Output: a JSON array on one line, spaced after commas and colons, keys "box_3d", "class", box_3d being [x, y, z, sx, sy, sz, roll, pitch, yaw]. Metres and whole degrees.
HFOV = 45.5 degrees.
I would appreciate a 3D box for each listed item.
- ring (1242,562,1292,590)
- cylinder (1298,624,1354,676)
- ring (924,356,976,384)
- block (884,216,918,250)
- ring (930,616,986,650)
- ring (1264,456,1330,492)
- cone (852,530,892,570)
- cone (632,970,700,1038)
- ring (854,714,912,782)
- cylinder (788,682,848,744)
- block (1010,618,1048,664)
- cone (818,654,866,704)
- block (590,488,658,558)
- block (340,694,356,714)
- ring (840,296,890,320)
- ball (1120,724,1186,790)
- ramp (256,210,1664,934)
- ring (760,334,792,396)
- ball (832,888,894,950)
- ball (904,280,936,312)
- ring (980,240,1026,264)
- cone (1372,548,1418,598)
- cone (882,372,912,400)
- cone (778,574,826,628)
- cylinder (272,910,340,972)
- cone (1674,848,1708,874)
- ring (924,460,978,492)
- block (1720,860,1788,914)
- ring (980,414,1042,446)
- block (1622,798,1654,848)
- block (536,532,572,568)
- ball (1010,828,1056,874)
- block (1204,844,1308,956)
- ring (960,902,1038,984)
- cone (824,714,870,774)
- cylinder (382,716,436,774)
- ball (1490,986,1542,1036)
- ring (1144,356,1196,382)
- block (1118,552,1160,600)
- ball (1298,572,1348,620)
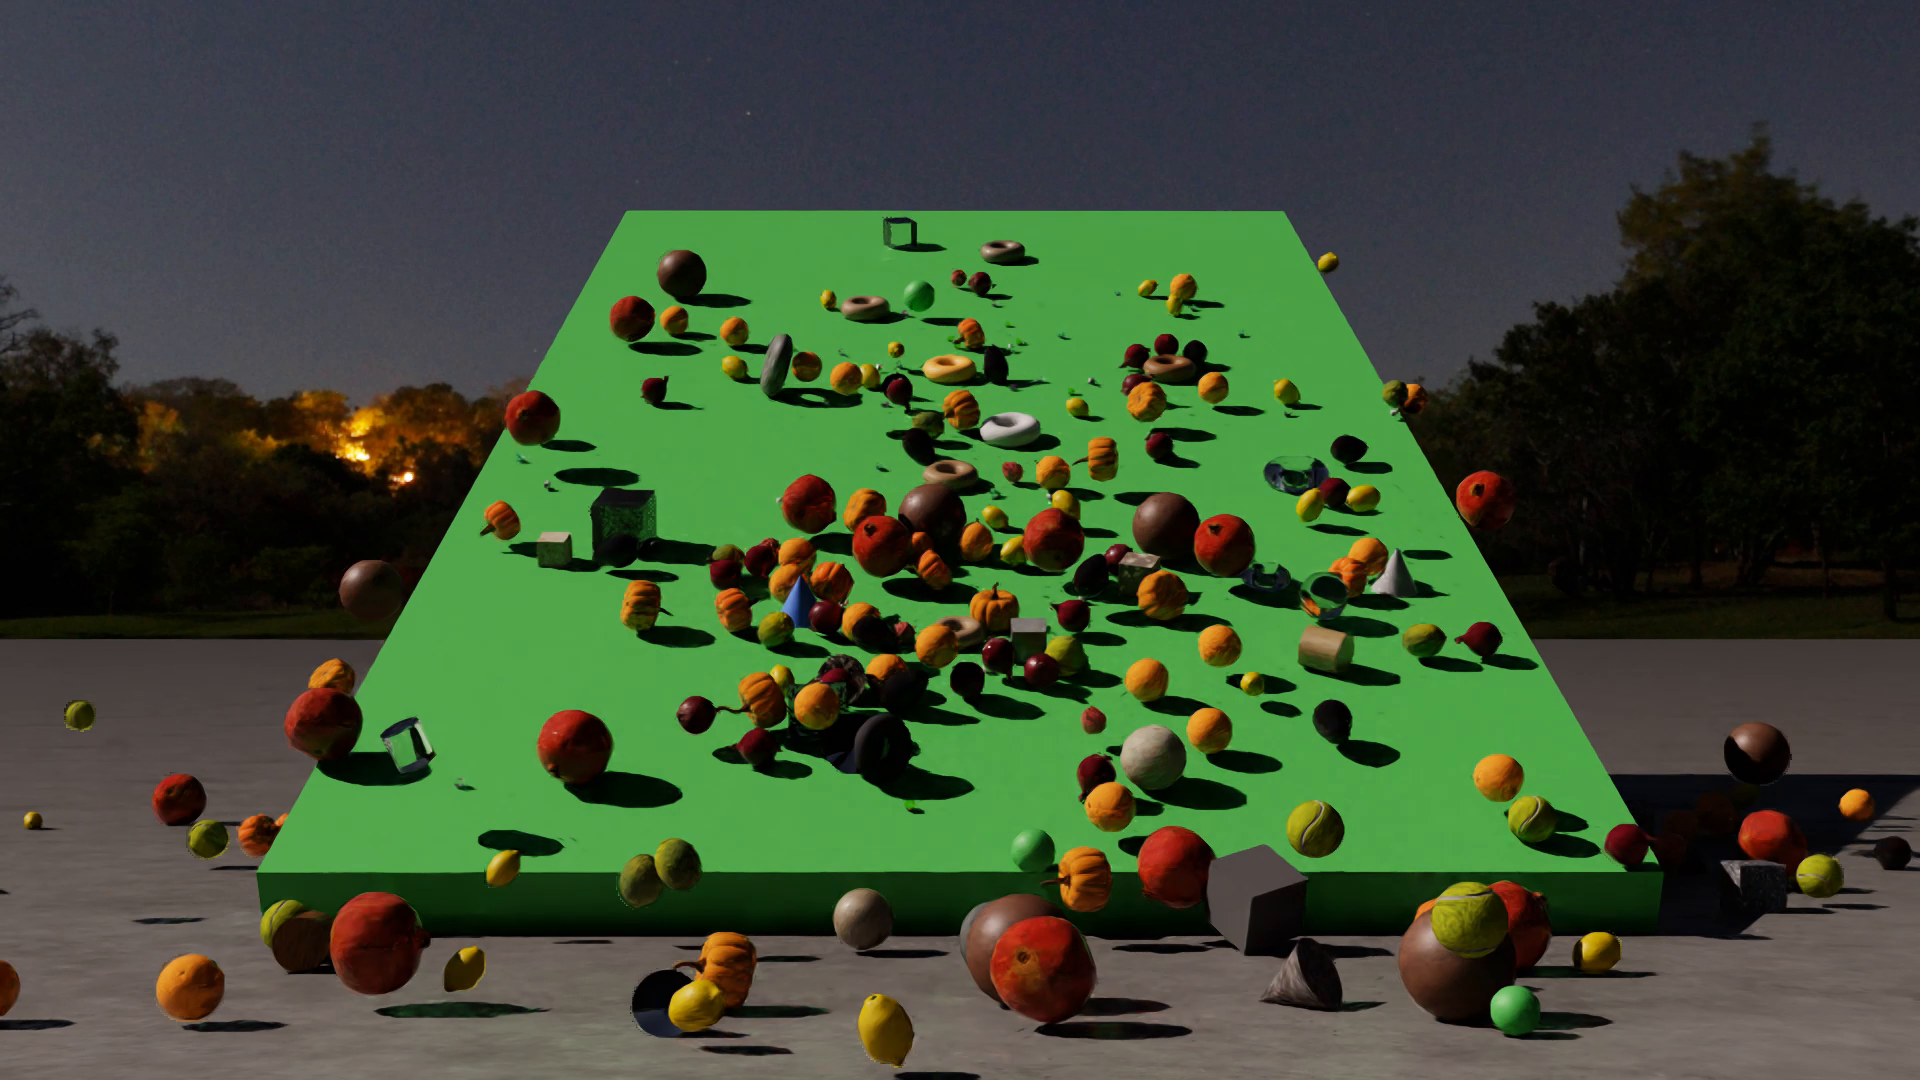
[{"box_3d": [0.566, 0.067, 4.236, 0.092, 0.031, 0.092, 1, 22, 0], "class": "ring"}, {"box_3d": [0.620, 0.186, 3.879, 0.072, 0.072, 0.072, 13, 5, 30], "class": "cylinder"}, {"box_3d": [-0.025, -0.403, 5.404, 0.126, 0.042, 0.126, -1, 23, 0], "class": "ring"}, {"box_3d": [-0.171, -0.878, 6.560, 0.073, 0.073, 0.073, -10, 24, -23], "class": "block"}, {"box_3d": [-0.004, 0.161, 3.993, 0.098, 0.033, 0.098, -1, 23, 0], "class": "ring"}, {"box_3d": [0.695, -0.136, 4.730, 0.137, 0.046, 0.137, 0, 23, 0], "class": "ring"}, {"box_3d": [-0.160, 0.021, 4.344, 0.074, 0.074, 0.074, 0, -5, 8], "class": "cone"}, {"box_3d": [-0.313, 0.505, 2.479, 0.072, 0.072, 0.072, 0, -17, 2], "class": "cone"}, {"box_3d": [-0.118, 0.317, 3.492, 0.104, 0.104, 0.035, 2, 0, -39], "class": "ring"}, {"box_3d": [-0.225, 0.273, 3.626, 0.094, 0.094, 0.094, -2, -2, -4], "class": "cylinder"}, {"box_3d": [0.118, 0.173, 3.926, 0.060, 0.060, 0.060, 0, 22, 0], "class": "block"}, {"box_3d": [-0.184, 0.234, 3.801, 0.084, 0.084, 0.084, -1, -6, 15], "class": "cone"}, {"box_3d": [-0.643, -0.034, 4.392, 0.099, 0.099, 0.099, 3, 22, 7], "class": "block"}, {"box_3d": [-1.147, 0.323, 4.390, 0.055, 0.055, 0.055, -13, -2, 3], "class": "block"}, {"box_3d": [-0.243, -0.597, 5.892, 0.128, 0.043, 0.128, -1, 22, 0], "class": "ring"}, {"box_3d": [0.294, 0.330, 3.477, 0.100, 0.100, 0.100, 0, -2, 0], "class": "ball"}, {"box_3d": [-0.006, -0.219, 5.131, 2.000, 0.100, 4.000, 0, 22, 0], "class": "ramp"}, {"box_3d": [-0.422, -0.403, 5.266, 0.049, 0.147, 0.147, 14, -5, -11], "class": "ring"}, {"box_3d": [-0.130, 0.509, 3.081, 0.082, 0.082, 0.082, 0, -2, 0], "class": "ball"}, {"box_3d": [-0.104, -0.623, 5.850, 0.082, 0.082, 0.082, 0, -2, 0], "class": "ball"}, {"box_3d": [0.119, -0.808, 6.427, 0.130, 0.043, 0.130, -1, 22, 0], "class": "ring"}, {"box_3d": [0.800, 0.051, 4.205, 0.084, 0.084, 0.084, 0, 22, 0], "class": "cone"}, {"box_3d": [-0.147, -0.347, 5.278, 0.066, 0.066, 0.066, 0, -7, -5], "class": "cone"}, {"box_3d": [-0.282, 0.100, 4.072, 0.088, 0.088, 0.088, 0, 22, 0], "class": "cone"}, {"box_3d": [-0.839, 0.515, 2.941, 0.070, 0.070, 0.070, 0, -3, -3], "class": "cylinder"}, {"box_3d": [1.305, 0.585, 4.109, 0.055, 0.055, 0.055, -28, -9, 13], "class": "cone"}, {"box_3d": [-0.019, -0.132, 4.727, 0.115, 0.038, 0.115, 0, 23, 0], "class": "ring"}, {"box_3d": [1.233, 0.539, 3.561, 0.073, 0.073, 0.073, 0, -2, -6], "class": "block"}, {"box_3d": [0.110, -0.240, 4.988, 0.134, 0.045, 0.134, -3, 24, 1], "class": "ring"}, {"box_3d": [1.335, 0.572, 4.631, 0.094, 0.094, 0.094, 1, -2, -17], "class": "block"}, {"box_3d": [-0.765, 0.018, 4.324, 0.052, 0.052, 0.052, 2, 22, 5], "class": "block"}, {"box_3d": [0.104, 0.441, 3.246, 0.063, 0.063, 0.063, 0, -2, 0], "class": "ball"}, {"box_3d": [0.399, 0.485, 3.102, 0.094, 0.094, 0.094, -13, 31, -28], "class": "block"}, {"box_3d": [0.048, 0.497, 2.835, 0.104, 0.104, 0.035, 1, -24, -24], "class": "ring"}, {"box_3d": [-0.163, 0.318, 3.583, 0.094, 0.094, 0.094, 0, -5, 1], "class": "cone"}, {"box_3d": [-0.802, 0.298, 3.332, 0.059, 0.059, 0.059, -20, 17, 6], "class": "cylinder"}, {"box_3d": [0.594, 0.504, 2.451, 0.054, 0.054, 0.054, 0, -2, 0], "class": "ball"}, {"box_3d": [0.496, -0.405, 5.413, 0.127, 0.042, 0.127, 1, 21, 0], "class": "ring"}, {"box_3d": [0.328, 0.065, 4.196, 0.063, 0.063, 0.063, 7, 23, 17], "class": "block"}, {"box_3d": [0.644, 0.099, 4.061, 0.088, 0.088, 0.088, 0, -2, 0], "class": "ball"}]
